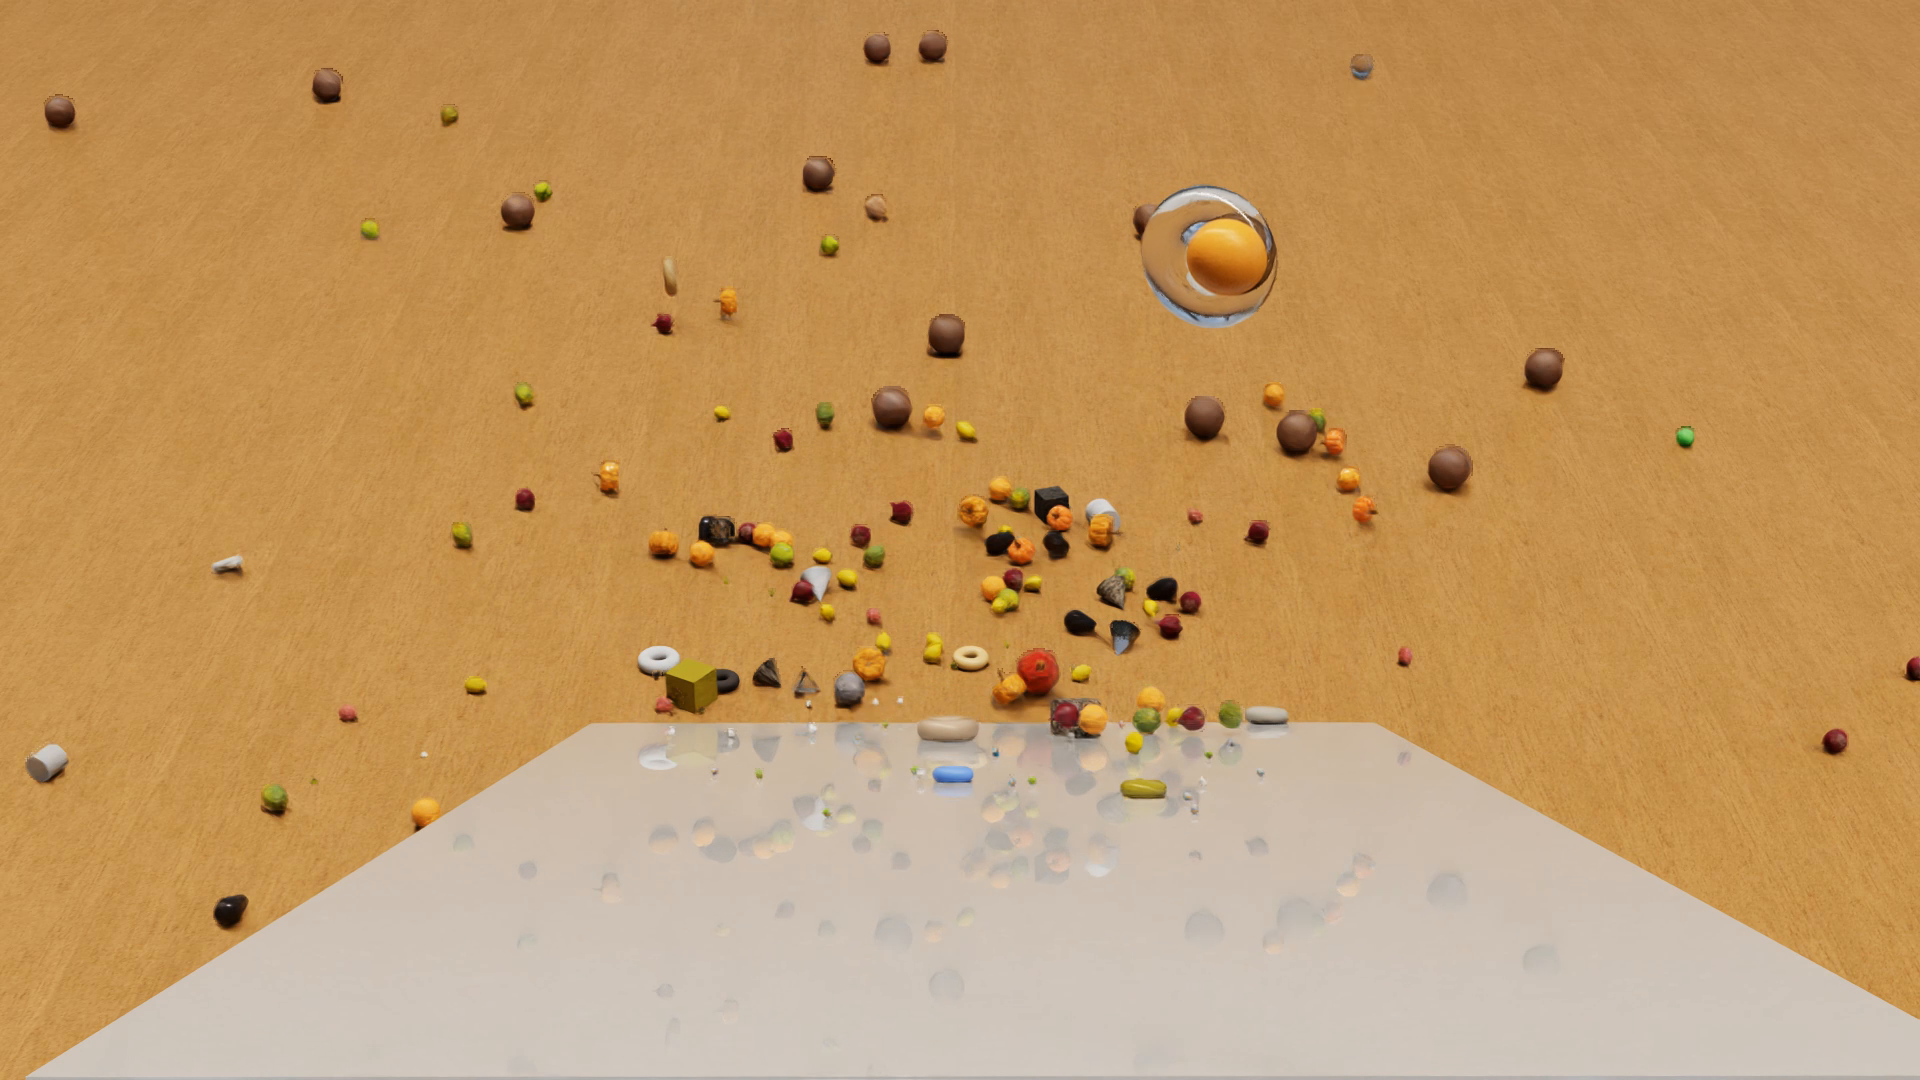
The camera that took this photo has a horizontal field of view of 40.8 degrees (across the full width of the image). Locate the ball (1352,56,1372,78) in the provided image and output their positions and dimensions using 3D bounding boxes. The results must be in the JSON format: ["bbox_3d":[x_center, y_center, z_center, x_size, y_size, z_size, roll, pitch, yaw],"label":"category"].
[{"bbox_3d":[1.842,-2.168,11.832,0.099,0.099,0.099,0,27,0],"label":"ball"}]

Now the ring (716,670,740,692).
[{"bbox_3d":[-0.641,0.378,6.923,0.100,0.033,0.100,0,26,0],"label":"ring"}]

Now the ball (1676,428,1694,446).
[{"bbox_3d":[2.325,-0.327,8.274,0.058,0.058,0.058,0,27,0],"label":"ball"}]

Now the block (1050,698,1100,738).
[{"bbox_3d":[0.280,0.430,6.243,0.086,0.086,0.086,-1,1,-34],"label":"block"}]

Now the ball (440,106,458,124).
[{"bbox_3d":[-2.220,-1.845,11.219,0.080,0.080,0.080,0,27,0],"label":"ball"}]

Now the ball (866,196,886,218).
[{"bbox_3d":[-0.331,-1.309,10.166,0.086,0.086,0.086,0,27,0],"label":"ball"}]

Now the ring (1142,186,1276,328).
[{"bbox_3d":[0.227,-0.258,2.359,0.134,0.134,0.045,15,28,27],"label":"ring"}]

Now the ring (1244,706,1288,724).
[{"bbox_3d":[0.784,0.448,6.599,0.112,0.037,0.112,1,0,0],"label":"ring"}]

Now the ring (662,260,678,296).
[{"bbox_3d":[-1.030,-0.931,9.174,0.045,0.135,0.135,-8,28,-5],"label":"ring"}]

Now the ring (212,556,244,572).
[{"bbox_3d":[-2.126,0.070,7.494,0.093,0.031,0.093,-18,4,1],"label":"ring"}]

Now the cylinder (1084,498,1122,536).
[{"bbox_3d":[0.428,-0.068,7.737,0.085,0.085,0.085,-10,37,-19],"label":"cylinder"}]

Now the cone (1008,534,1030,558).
[{"bbox_3d":[0.176,0.008,7.608,0.067,0.067,0.067,0,27,0],"label":"cone"}]

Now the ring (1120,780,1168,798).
[{"bbox_3d":[0.354,0.480,4.982,0.091,0.030,0.091,1,0,0],"label":"ring"}]

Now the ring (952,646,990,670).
[{"bbox_3d":[0.029,0.322,7.032,0.101,0.034,0.101,0,28,0],"label":"ring"}]

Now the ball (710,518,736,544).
[{"bbox_3d":[-0.705,-0.028,7.662,0.077,0.077,0.077,0,27,0],"label":"ball"}]

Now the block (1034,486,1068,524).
[{"bbox_3d":[0.277,-0.107,7.820,0.079,0.079,0.079,-10,29,-19],"label":"block"}]

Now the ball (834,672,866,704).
[{"bbox_3d":[-0.292,0.394,6.835,0.084,0.084,0.084,0,27,0],"label":"ball"}]

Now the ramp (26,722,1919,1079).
[{"bbox_3d":[0.061,0.552,4.589,2.000,0.100,4.000,0,1,0],"label":"ramp"}]

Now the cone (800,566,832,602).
[{"bbox_3d":[-0.406,0.140,7.377,0.094,0.094,0.094,-5,54,-9],"label":"cone"}]

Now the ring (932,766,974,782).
[{"bbox_3d":[-0.014,0.476,5.252,0.084,0.028,0.084,0,0,0],"label":"ring"}]

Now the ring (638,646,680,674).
[{"bbox_3d":[-0.818,0.327,7.016,0.117,0.039,0.117,1,28,0],"label":"ring"}]

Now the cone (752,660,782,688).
[{"bbox_3d":[-0.504,0.373,6.931,0.075,0.075,0.075,43,42,14],"label":"cone"}]

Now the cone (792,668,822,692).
[{"bbox_3d":[-0.400,0.390,6.900,0.071,0.071,0.071,24,25,-11],"label":"cone"}]

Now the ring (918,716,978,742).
[{"bbox_3d":[-0.028,0.450,6.154,0.148,0.049,0.148,-1,2,0],"label":"ring"}]

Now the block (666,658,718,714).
[{"bbox_3d":[-0.710,0.386,6.837,0.096,0.096,0.096,17,31,29],"label":"block"}]
